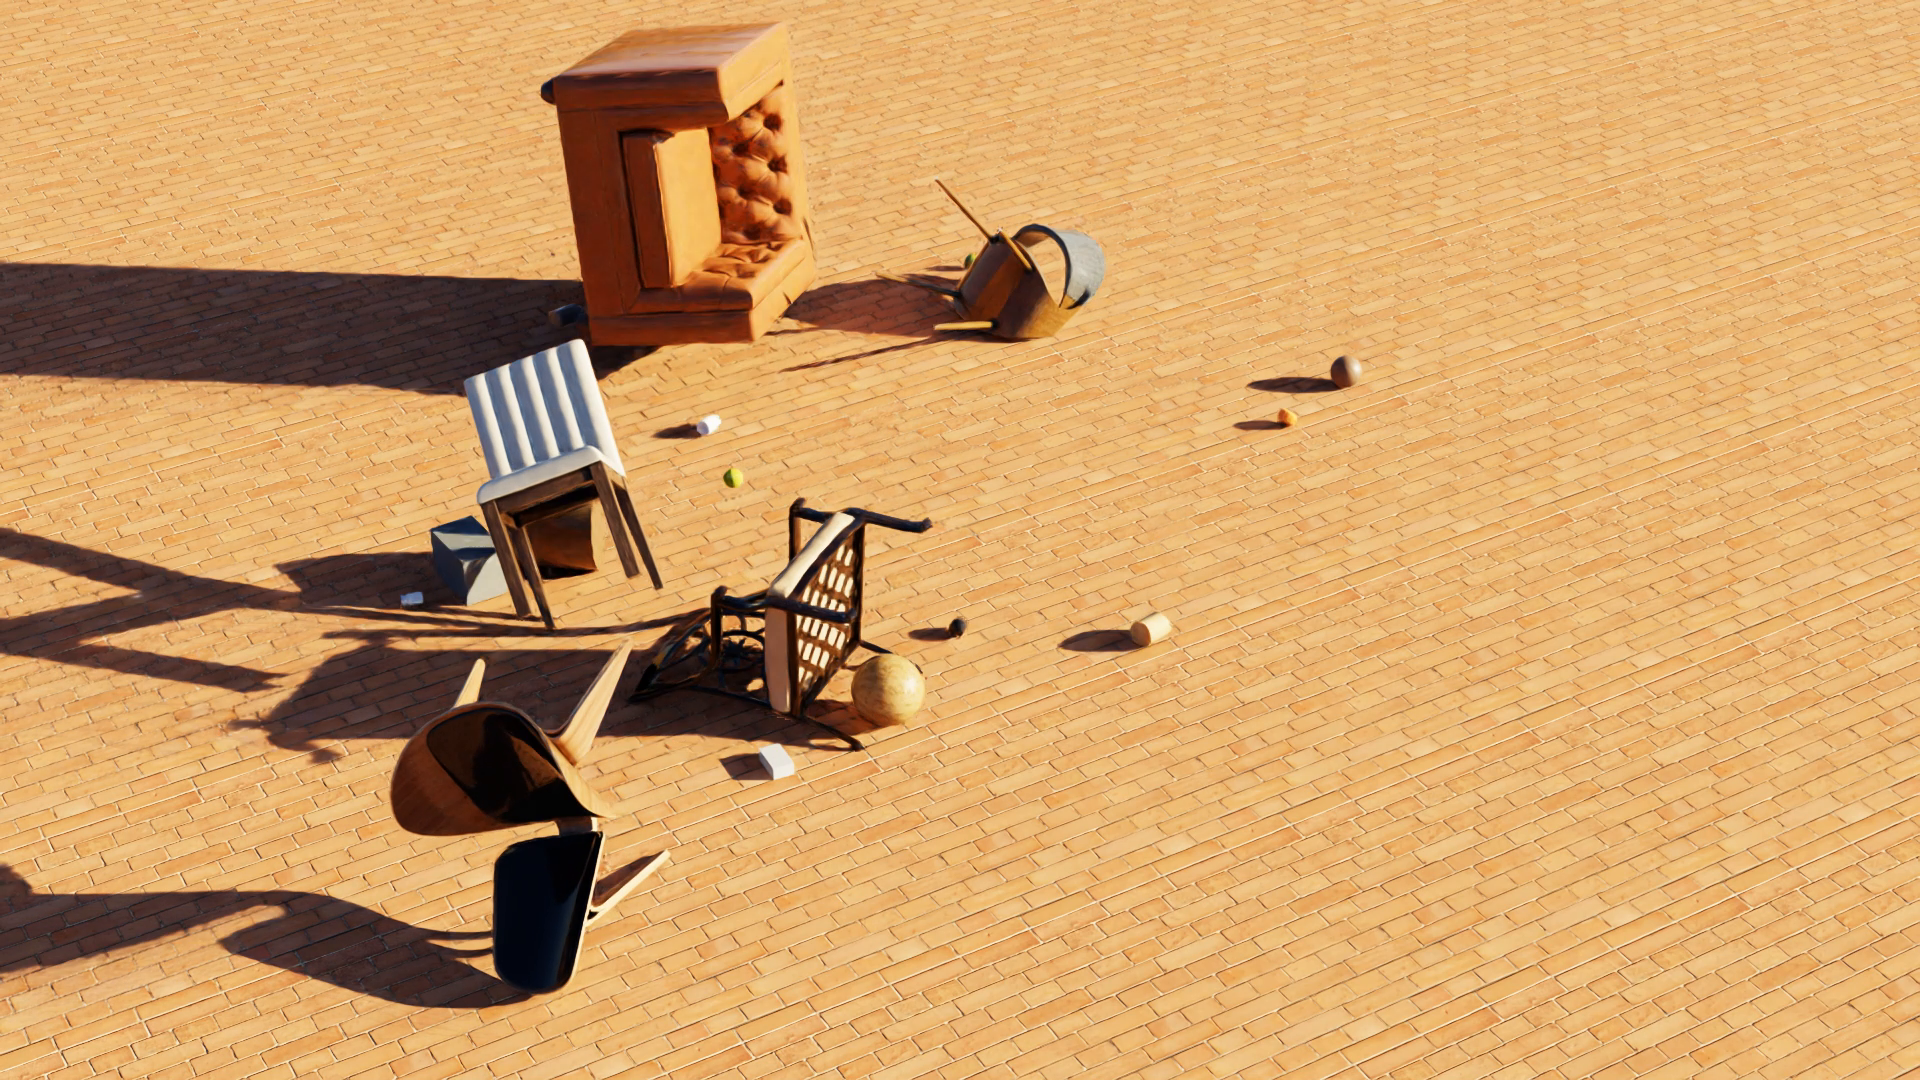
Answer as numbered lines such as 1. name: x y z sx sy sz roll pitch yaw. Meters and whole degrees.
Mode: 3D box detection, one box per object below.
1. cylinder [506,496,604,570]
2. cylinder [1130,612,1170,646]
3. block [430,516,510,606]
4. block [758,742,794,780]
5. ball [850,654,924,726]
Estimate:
1. cylinder: -1.477 -0.023 10.706 0.313 0.300 0.174 3 41 6
2. cylinder: 0.673 0.316 10.373 0.094 0.094 0.111 -27 4 -35
3. block: -1.783 0.073 10.666 0.170 0.185 0.271 -21 39 -28
4. block: -0.612 0.738 9.782 0.074 0.047 0.124 -15 36 -22
5. ball: -0.246 0.509 9.946 0.249 0.249 0.249 0 33 0
